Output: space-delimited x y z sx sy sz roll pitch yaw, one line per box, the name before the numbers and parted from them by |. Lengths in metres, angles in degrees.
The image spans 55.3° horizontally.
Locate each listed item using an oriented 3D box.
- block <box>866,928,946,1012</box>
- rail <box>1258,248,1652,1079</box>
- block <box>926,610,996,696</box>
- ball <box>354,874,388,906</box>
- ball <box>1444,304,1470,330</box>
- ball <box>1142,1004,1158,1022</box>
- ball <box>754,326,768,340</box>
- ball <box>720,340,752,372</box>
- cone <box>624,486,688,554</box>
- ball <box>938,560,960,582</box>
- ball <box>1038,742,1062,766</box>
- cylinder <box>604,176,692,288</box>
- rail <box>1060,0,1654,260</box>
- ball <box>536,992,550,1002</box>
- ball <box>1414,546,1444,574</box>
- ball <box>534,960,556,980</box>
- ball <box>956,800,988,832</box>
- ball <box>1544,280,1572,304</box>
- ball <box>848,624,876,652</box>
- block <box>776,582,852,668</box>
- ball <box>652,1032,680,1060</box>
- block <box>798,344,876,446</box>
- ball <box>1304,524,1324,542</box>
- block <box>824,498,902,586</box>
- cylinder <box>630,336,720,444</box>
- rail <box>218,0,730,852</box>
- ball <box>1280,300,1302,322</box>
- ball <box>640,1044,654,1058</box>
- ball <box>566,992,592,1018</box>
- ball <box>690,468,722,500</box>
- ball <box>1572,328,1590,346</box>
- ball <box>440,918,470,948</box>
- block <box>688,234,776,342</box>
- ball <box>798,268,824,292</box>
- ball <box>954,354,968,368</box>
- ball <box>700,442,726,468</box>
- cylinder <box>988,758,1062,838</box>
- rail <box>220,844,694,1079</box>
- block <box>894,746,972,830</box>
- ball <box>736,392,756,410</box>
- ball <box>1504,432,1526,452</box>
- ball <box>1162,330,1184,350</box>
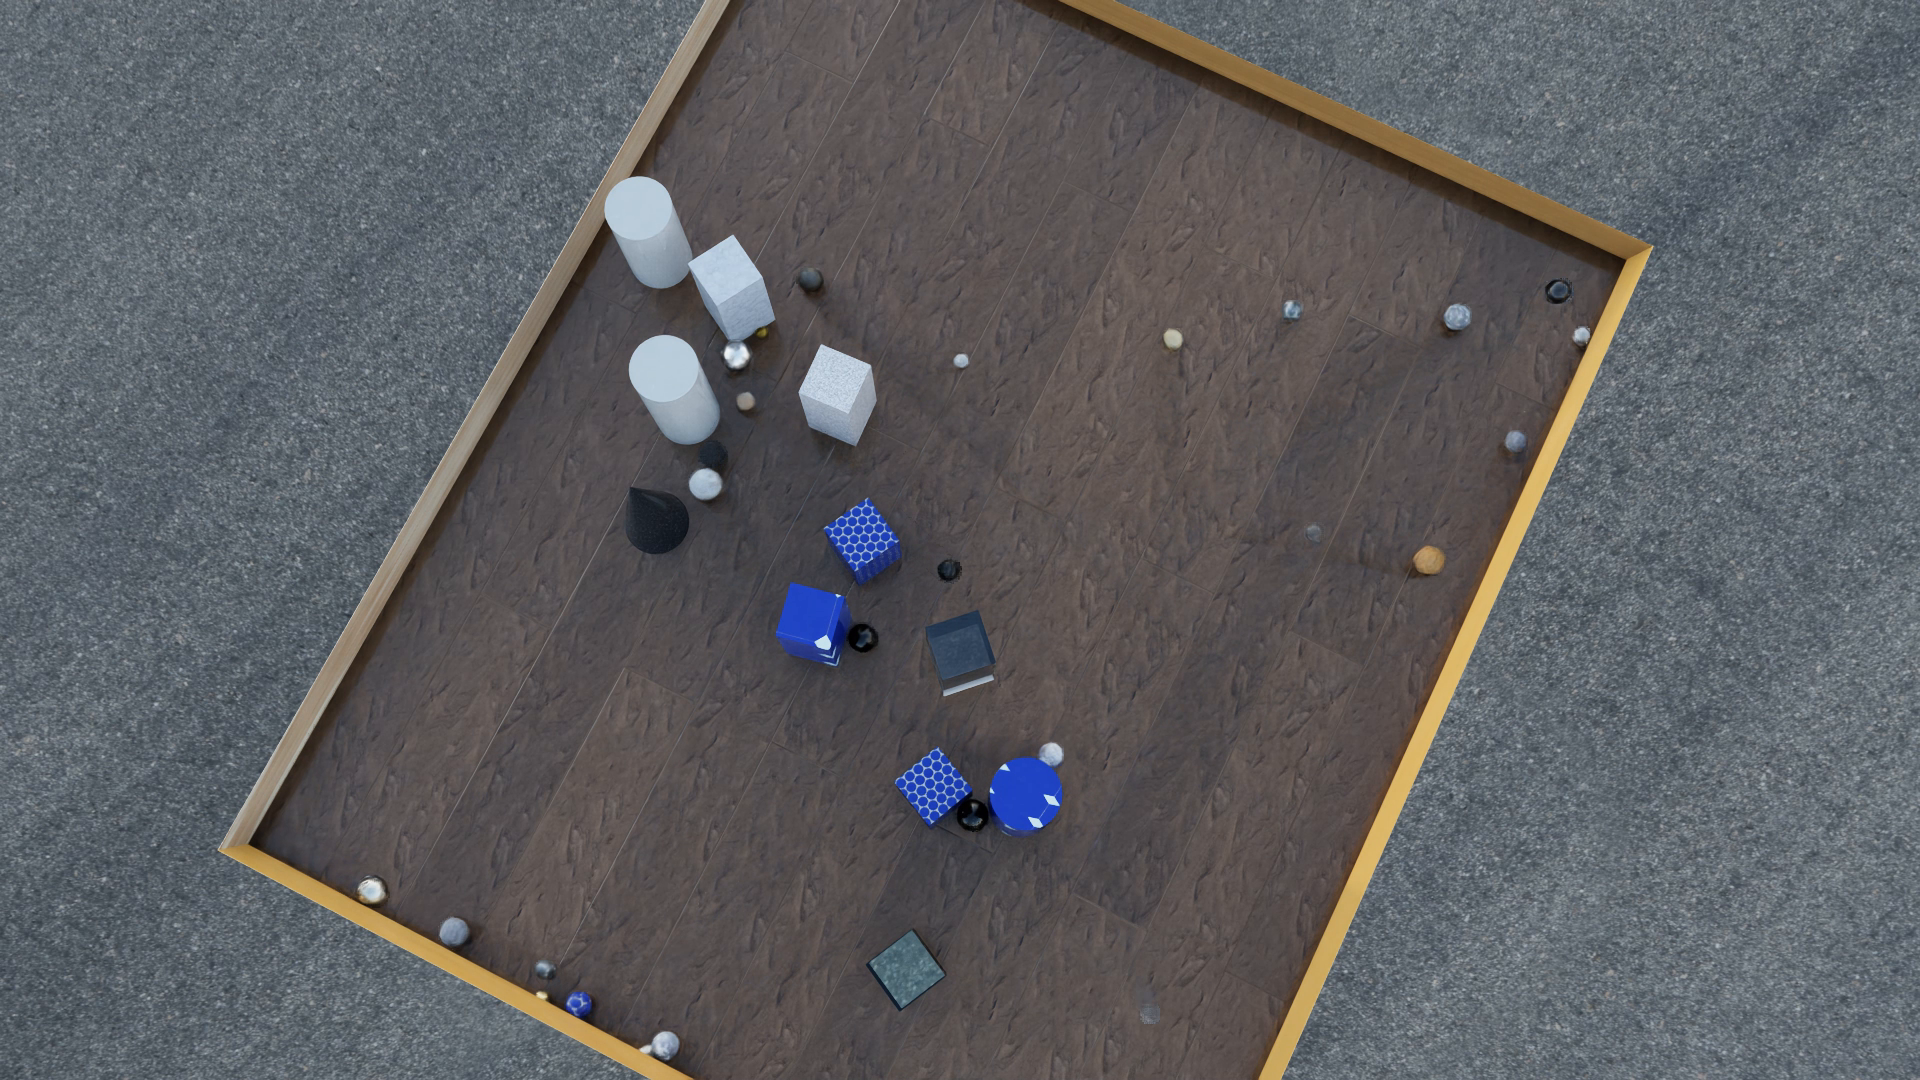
block | -0.151 1.220 5.212 0.159 0.299 0.159 -36 81 -7
rail | 1.328 0.657 5.414 0.045 0.129 3.571 26 80 5
block | 0.002 0.334 5.355 0.159 0.377 0.159 -18 79 -4
ball | -1.721 1.025 5.357 0.092 0.092 0.092 0 78 0
ball | 1.552 -0.695 5.719 0.081 0.081 0.081 0 78 0
ball | 0.551 1.371 5.308 0.048 0.048 0.048 0 78 0
ball | -0.621 -0.646 5.730 0.040 0.040 0.040 0 78 0
ball | -0.694 -0.569 5.684 0.099 0.099 0.099 0 78 0
cone | -0.931 -0.102 5.396 0.199 0.474 0.199 0 78 0
ball | -0.035 0.093 5.564 0.065 0.065 0.065 0 78 0
ball | 0.269 0.639 5.448 0.072 0.072 0.072 0 78 0
cylinder | -0.946 -0.933 5.595 0.199 0.420 0.199 0 78 0
rail | 0.788 -1.536 5.868 3.016 0.129 0.045 26 80 5
ball | -1.214 1.331 5.320 0.041 0.041 0.041 0 78 0
ball | 1.421 0.062 5.559 0.087 0.087 0.087 0 78 0
ball | -1.206 1.251 5.328 0.057 0.057 0.057 0 78 0
ball | 0.037 0.812 5.400 0.095 0.095 0.095 0 78 0
ball | 1.872 -0.777 5.737 0.079 0.079 0.079 0 78 0
ball | -0.293 0.295 5.512 0.085 0.085 0.085 0 78 0
block | -0.426 0.252 5.381 0.159 0.359 0.159 15 79 3
ball | -0.848 1.456 5.275 0.080 0.080 0.080 0 78 0
block | -0.364 -0.430 5.513 0.159 0.378 0.159 23 79 5
ball | 1.082 -0.021 5.592 0.058 0.058 0.058 0 78 0
block | -0.289 0.009 5.491 0.159 0.243 0.159 -35 80 -7
cylinder | -0.845 -0.441 5.464 0.199 0.478 0.199 0 78 0
rail | -1.328 -0.643 5.683 0.045 0.129 3.571 26 80 5
ball | 1.036 -0.715 5.732 0.065 0.065 0.065 0 78 0
ball | -0.903 1.479 5.288 0.043 0.043 0.043 0 78 0
ball | -1.102 1.345 5.299 0.076 0.076 0.076 0 78 0
ball | -0.777 -0.170 5.602 0.098 0.098 0.098 0 78 0
ball | 1.940 -0.634 5.720 0.054 0.054 0.054 0 78 0
ball | -1.472 1.143 5.337 0.084 0.084 0.084 0 78 0
block | -0.691 -0.753 5.574 0.159 0.389 0.159 -34 80 -7
ball | -0.468 -0.816 5.746 0.078 0.078 0.078 0 78 0
ball | 0.002 -0.558 5.710 0.043 0.043 0.043 0 78 0
ball | -0.761 -0.260 5.630 0.079 0.079 0.079 0 78 0
cylinder | 0.181 0.740 5.236 0.199 0.446 0.199 0 78 0
rail | -0.788 1.550 5.229 3.016 0.129 0.045 26 80 5
block | -0.076 0.724 5.333 0.159 0.261 0.159 -39 81 -7
ball | -0.662 -0.429 5.676 0.057 0.057 0.057 0 78 0
ball | 1.711 -0.302 5.646 0.066 0.066 0.066 0 78 0
ball | 0.664 -0.625 5.714 0.063 0.063 0.063 0 78 0
